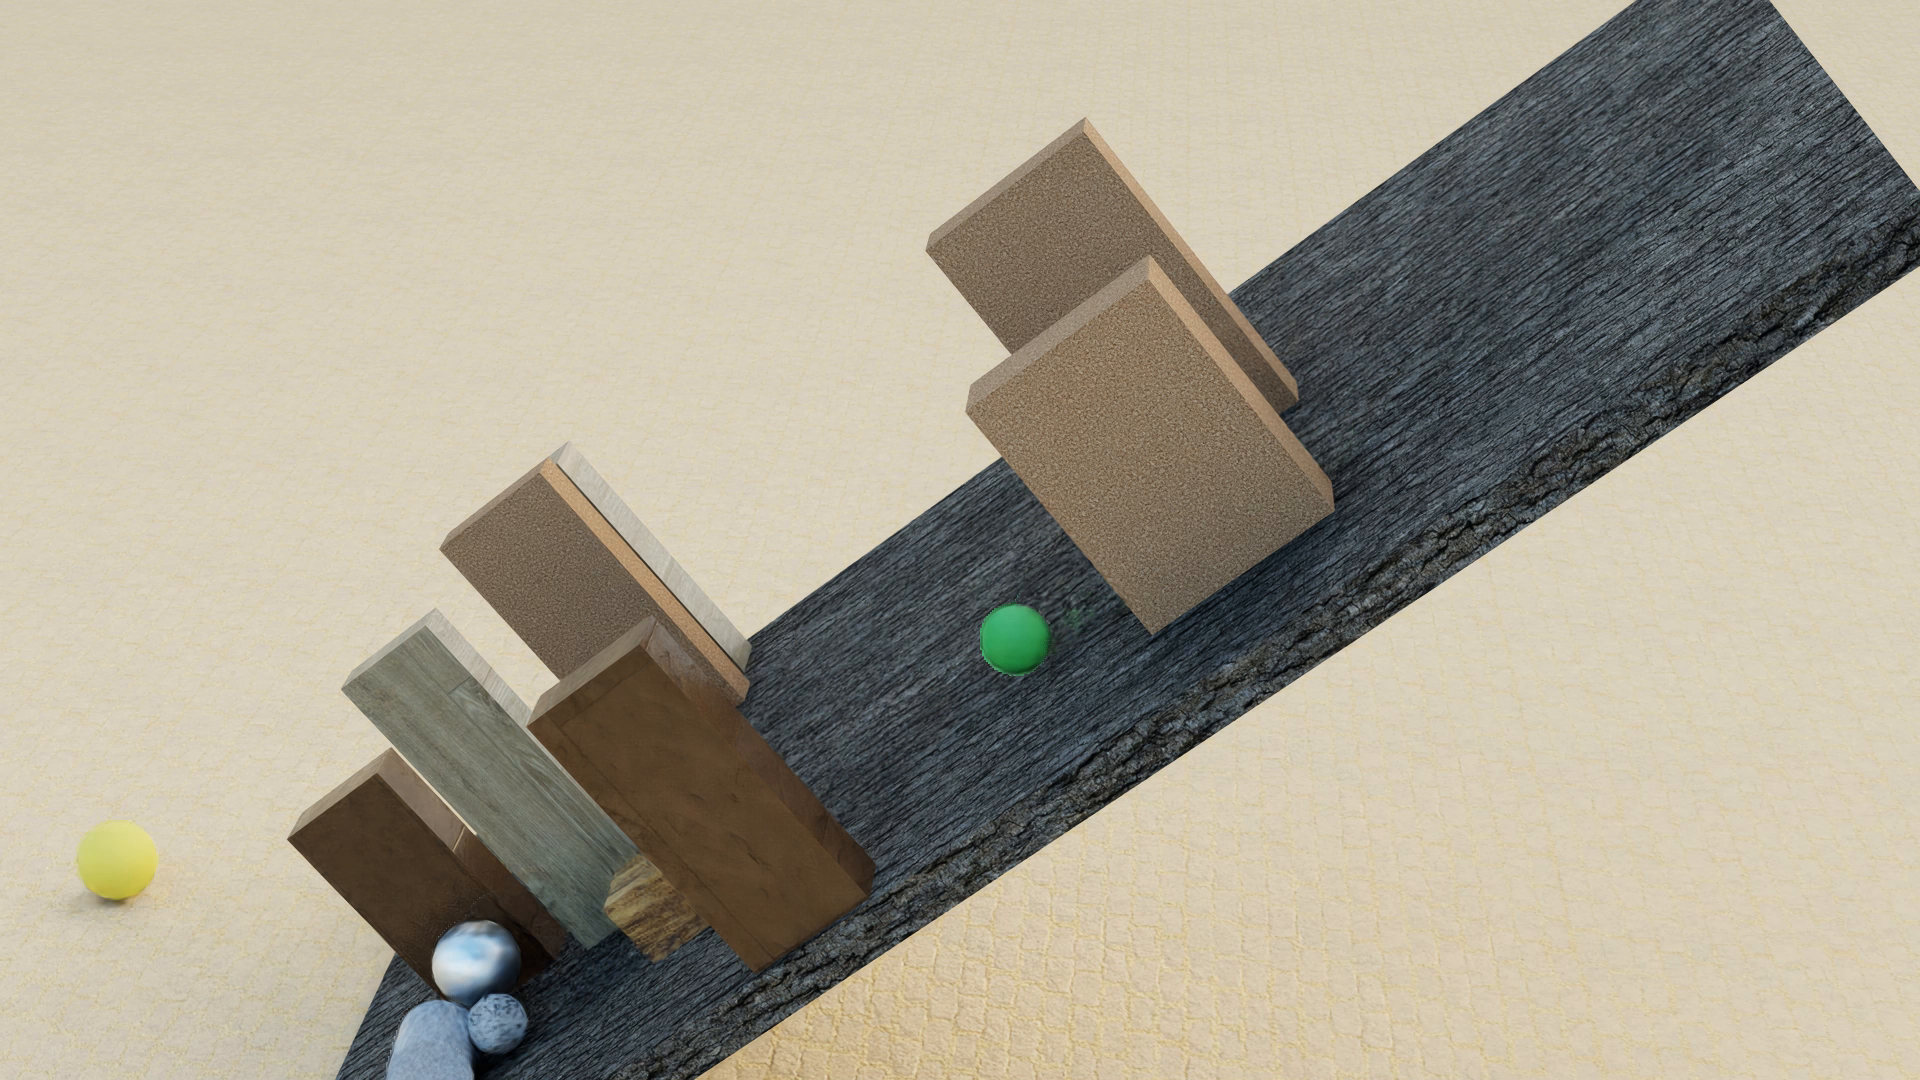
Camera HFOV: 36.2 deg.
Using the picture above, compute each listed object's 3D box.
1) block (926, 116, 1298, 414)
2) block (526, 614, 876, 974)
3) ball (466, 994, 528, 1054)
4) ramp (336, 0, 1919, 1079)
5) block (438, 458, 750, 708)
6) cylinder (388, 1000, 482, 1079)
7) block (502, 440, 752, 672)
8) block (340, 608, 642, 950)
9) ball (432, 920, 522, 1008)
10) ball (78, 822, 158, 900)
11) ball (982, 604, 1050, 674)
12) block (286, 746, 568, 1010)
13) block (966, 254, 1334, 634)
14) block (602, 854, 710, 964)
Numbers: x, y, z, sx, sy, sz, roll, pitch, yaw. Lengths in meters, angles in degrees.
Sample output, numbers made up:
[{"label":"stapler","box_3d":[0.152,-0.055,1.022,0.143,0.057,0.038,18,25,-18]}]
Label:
[{"label":"block","box_3d":[0.319,-0.462,6.104,0.411,0.725,0.114,-35,16,17]},{"label":"block","box_3d":[-0.479,0.481,5.511,0.281,0.657,0.129,-35,16,17]},{"label":"ball","box_3d":[-0.971,1.015,6.170,0.127,0.127,0.127,0,23,0]},{"label":"ramp","box_3d":[0.123,0.183,6.335,4.000,0.100,2.000,-35,16,17]},{"label":"block","box_3d":[-0.875,0.185,7.083,0.326,0.744,0.099,-35,16,17]},{"label":"cylinder","box_3d":[-1.103,1.091,6.191,0.179,0.179,0.179,-1,18,-2]},{"label":"block","box_3d":[-0.869,0.127,7.311,0.310,0.700,0.149,-35,16,17]},{"label":"block","box_3d":[-0.955,0.516,6.284,0.248,0.787,0.090,-35,16,17]},{"label":"ball","box_3d":[-1.036,0.909,6.308,0.190,0.190,0.190,0,23,0]},{"label":"ball","box_3d":[-2.232,0.849,7.792,0.206,0.206,0.206,0,23,0]},{"label":"ball","box_3d":[0.112,0.198,5.877,0.138,0.138,0.138,0,23,0]},{"label":"block","box_3d":[-1.172,0.765,6.490,0.275,0.583,0.121,-35,16,17]},{"label":"block","box_3d":[0.358,-0.174,5.516,0.426,0.570,0.145,-35,16,17]},{"label":"block","box_3d":[-0.609,0.735,6.047,0.161,0.161,0.161,-36,16,16]}]
